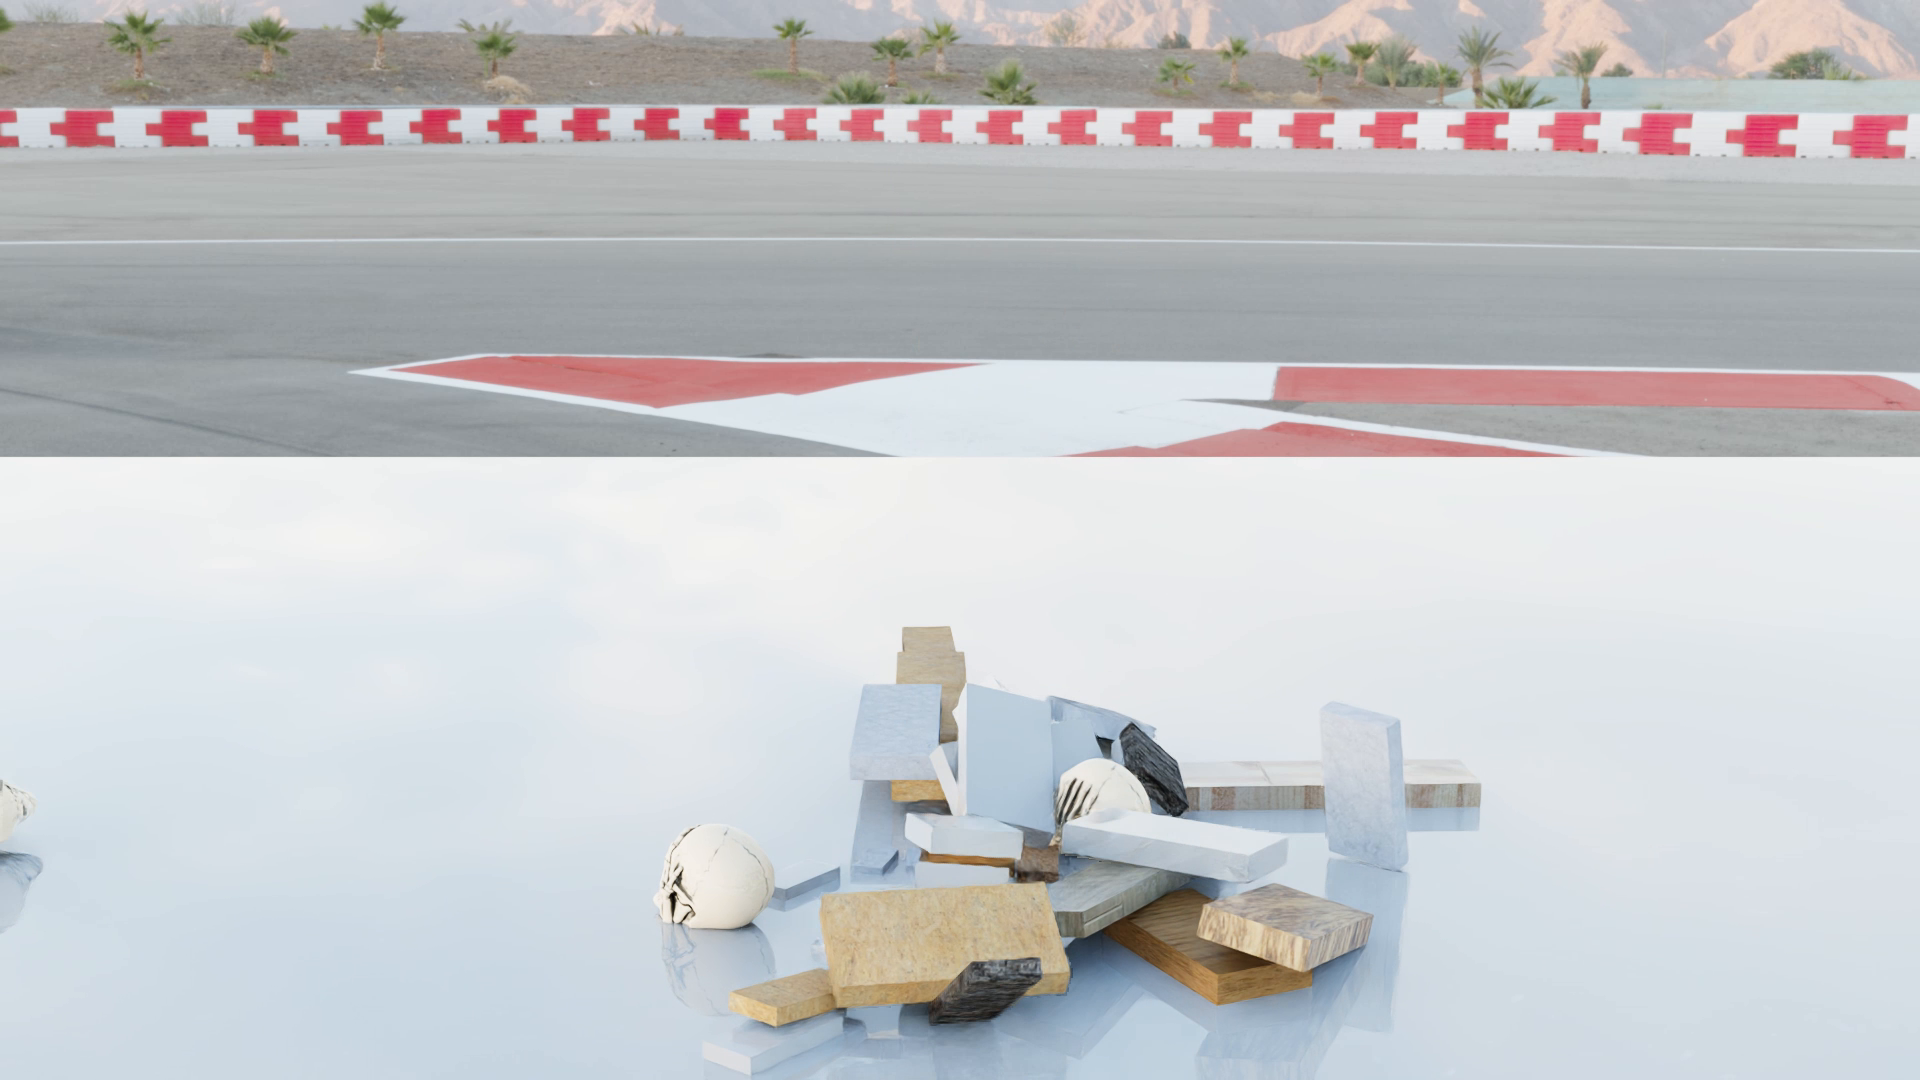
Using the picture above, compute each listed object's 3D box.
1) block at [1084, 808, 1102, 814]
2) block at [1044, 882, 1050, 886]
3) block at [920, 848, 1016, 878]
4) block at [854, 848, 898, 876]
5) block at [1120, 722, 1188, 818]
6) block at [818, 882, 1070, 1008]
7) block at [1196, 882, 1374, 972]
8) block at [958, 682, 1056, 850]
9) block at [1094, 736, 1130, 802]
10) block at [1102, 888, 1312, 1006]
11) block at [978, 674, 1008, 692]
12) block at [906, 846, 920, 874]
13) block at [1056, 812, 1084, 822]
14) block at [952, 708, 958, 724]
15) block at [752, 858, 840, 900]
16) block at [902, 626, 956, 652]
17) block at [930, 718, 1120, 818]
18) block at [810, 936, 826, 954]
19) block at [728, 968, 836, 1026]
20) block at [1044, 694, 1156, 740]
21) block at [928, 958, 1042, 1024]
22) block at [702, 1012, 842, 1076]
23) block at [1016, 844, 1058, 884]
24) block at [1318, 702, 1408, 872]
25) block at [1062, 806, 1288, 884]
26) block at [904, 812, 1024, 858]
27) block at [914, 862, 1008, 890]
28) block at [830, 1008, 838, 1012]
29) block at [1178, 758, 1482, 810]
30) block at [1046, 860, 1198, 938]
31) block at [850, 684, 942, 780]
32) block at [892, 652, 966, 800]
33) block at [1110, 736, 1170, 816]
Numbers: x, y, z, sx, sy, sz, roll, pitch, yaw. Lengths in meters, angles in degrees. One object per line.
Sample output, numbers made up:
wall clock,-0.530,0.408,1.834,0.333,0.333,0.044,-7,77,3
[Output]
block,0.240,0.493,4.152,0.049,0.014,0.099,-3,11,-15
block,0.129,0.603,3.543,0.071,0.020,0.237,4,11,21
block,0.009,0.529,3.606,0.141,0.040,0.282,4,-9,-2
block,-0.144,0.557,3.809,0.051,0.014,0.102,3,11,14
block,0.360,0.428,4.104,0.121,0.034,0.243,41,11,-9
block,-0.024,0.580,3.164,0.334,0.047,0.167,-1,41,-14
block,0.497,0.582,3.327,0.167,0.047,0.334,15,4,26
block,0.081,0.400,3.921,0.162,0.046,0.325,15,38,-11
block,0.268,0.436,4.291,0.139,0.039,0.277,15,11,1
block,0.375,0.620,3.377,0.167,0.047,0.334,-5,12,-26
block,0.118,0.374,4.437,0.044,0.154,0.308,-42,12,2
block,-0.067,0.556,3.815,0.051,0.014,0.102,0,11,1
block,0.197,0.502,4.103,0.049,0.014,0.099,-2,11,-10
block,0.074,0.411,4.225,0.046,0.162,0.325,-45,12,3
block,-0.275,0.572,3.709,0.071,0.020,0.142,8,13,35
block,-0.050,0.350,4.867,0.122,0.034,1.287,-1,11,-3
block,0.120,0.431,4.017,0.329,0.165,0.047,-7,-27,-34
block,-0.180,0.632,3.410,0.092,0.013,0.046,3,11,18
block,-0.230,0.649,3.128,0.092,0.026,0.184,9,7,39
block,0.281,0.370,4.500,0.154,0.044,0.308,14,-1,-12
block,0.031,0.616,2.999,0.092,0.026,0.318,-1,-21,-12
block,-0.259,0.690,3.057,0.092,0.026,0.185,8,13,38
block,0.134,0.557,3.789,0.071,0.020,0.142,0,11,2
block,0.695,0.424,3.784,0.139,0.277,0.039,13,30,42
block,0.352,0.498,3.602,0.329,0.047,0.165,6,7,30
block,0.003,0.466,3.479,0.141,0.040,0.282,5,-3,-9
block,0.003,0.546,3.462,0.141,0.040,0.282,4,-14,1
block,-0.230,0.667,3.207,0.117,0.017,0.058,6,12,31
block,0.693,0.467,4.204,0.568,0.047,0.165,0,11,-2
block,0.272,0.550,3.563,0.139,0.039,0.638,-3,3,28
block,-0.121,0.370,4.300,0.162,0.046,0.530,0,11,0
block,-0.058,0.369,4.553,0.154,0.044,1.000,0,11,-1
block,0.341,0.447,4.145,0.121,0.034,0.243,42,10,-4
